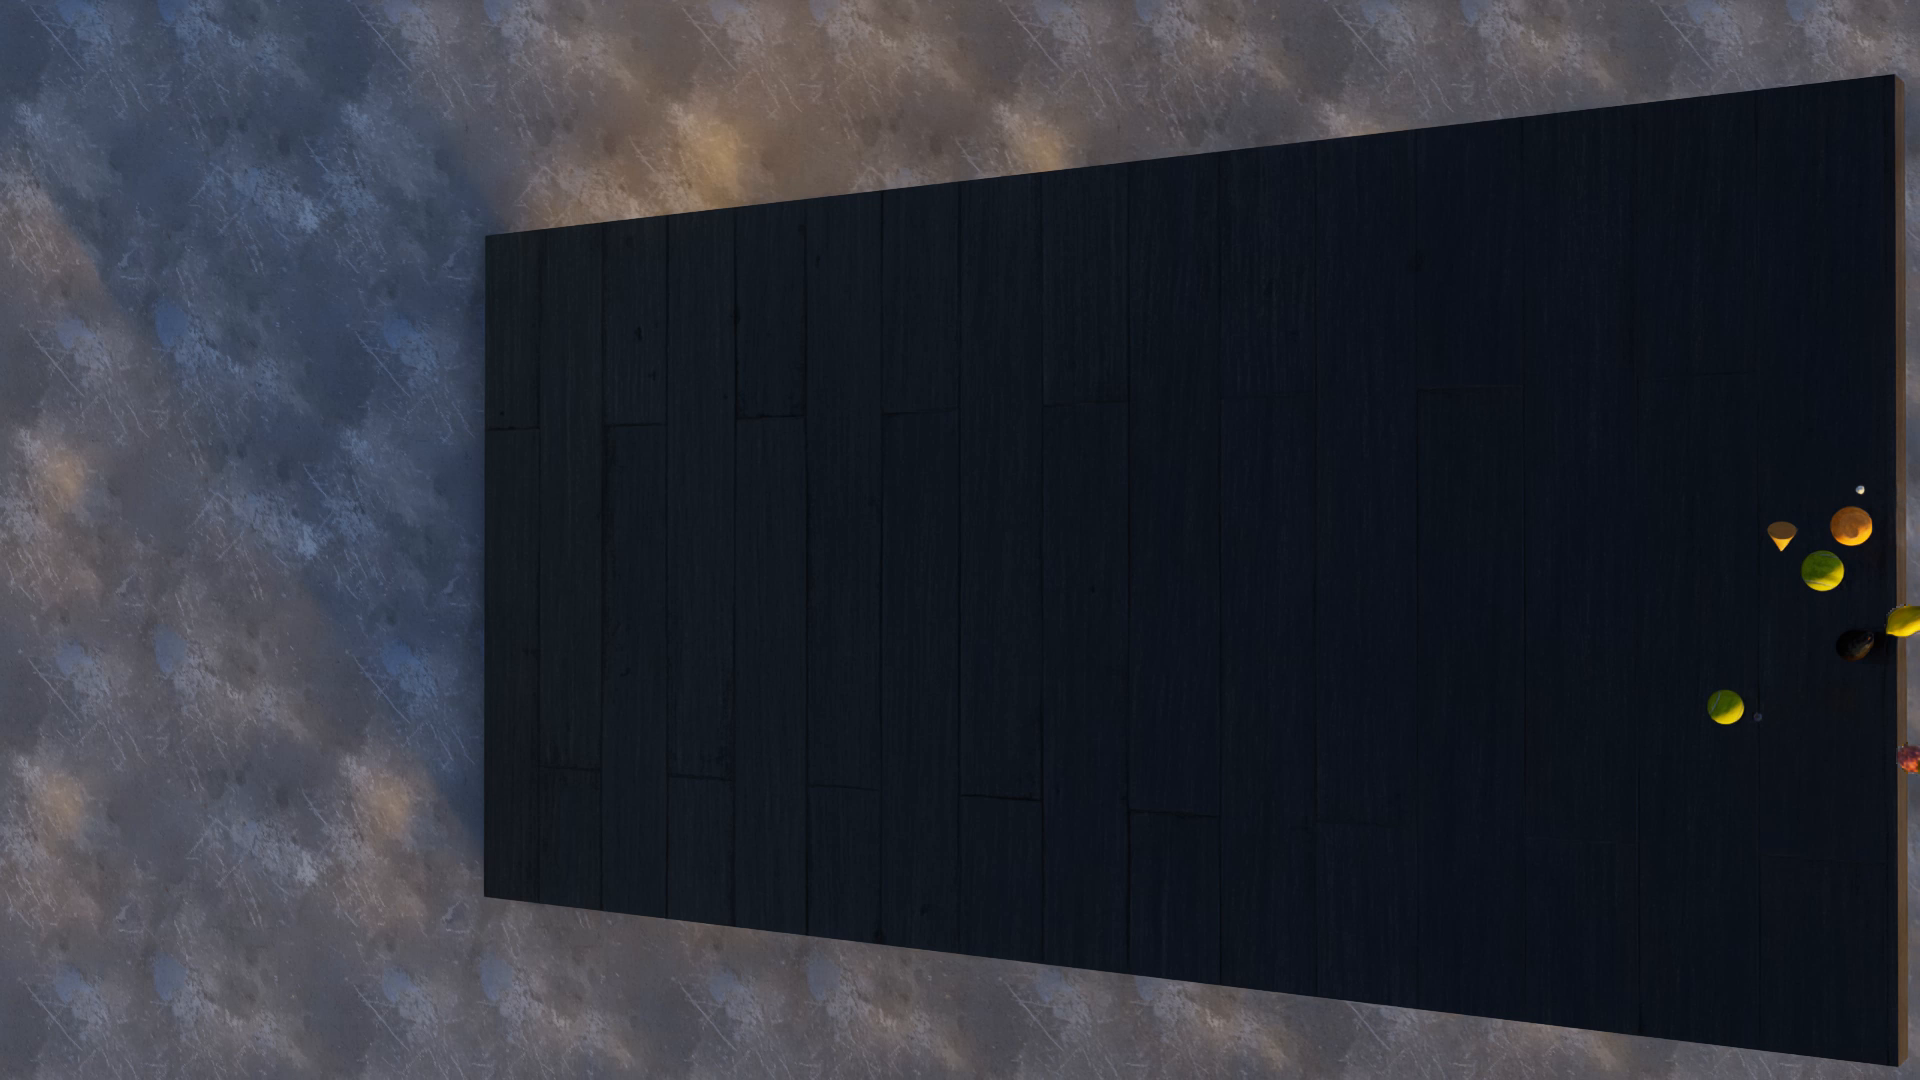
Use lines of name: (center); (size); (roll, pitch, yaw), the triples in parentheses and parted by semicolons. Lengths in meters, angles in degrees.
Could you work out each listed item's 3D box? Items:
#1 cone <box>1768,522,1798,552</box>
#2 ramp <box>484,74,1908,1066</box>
cone: (1.582, 0.002, 4.233); (0.054, 0.054, 0.054); (-15, 127, 0)
ramp: (0.252, 0.069, 5.583); (4.000, 0.100, 2.000); (0, 89, 34)
